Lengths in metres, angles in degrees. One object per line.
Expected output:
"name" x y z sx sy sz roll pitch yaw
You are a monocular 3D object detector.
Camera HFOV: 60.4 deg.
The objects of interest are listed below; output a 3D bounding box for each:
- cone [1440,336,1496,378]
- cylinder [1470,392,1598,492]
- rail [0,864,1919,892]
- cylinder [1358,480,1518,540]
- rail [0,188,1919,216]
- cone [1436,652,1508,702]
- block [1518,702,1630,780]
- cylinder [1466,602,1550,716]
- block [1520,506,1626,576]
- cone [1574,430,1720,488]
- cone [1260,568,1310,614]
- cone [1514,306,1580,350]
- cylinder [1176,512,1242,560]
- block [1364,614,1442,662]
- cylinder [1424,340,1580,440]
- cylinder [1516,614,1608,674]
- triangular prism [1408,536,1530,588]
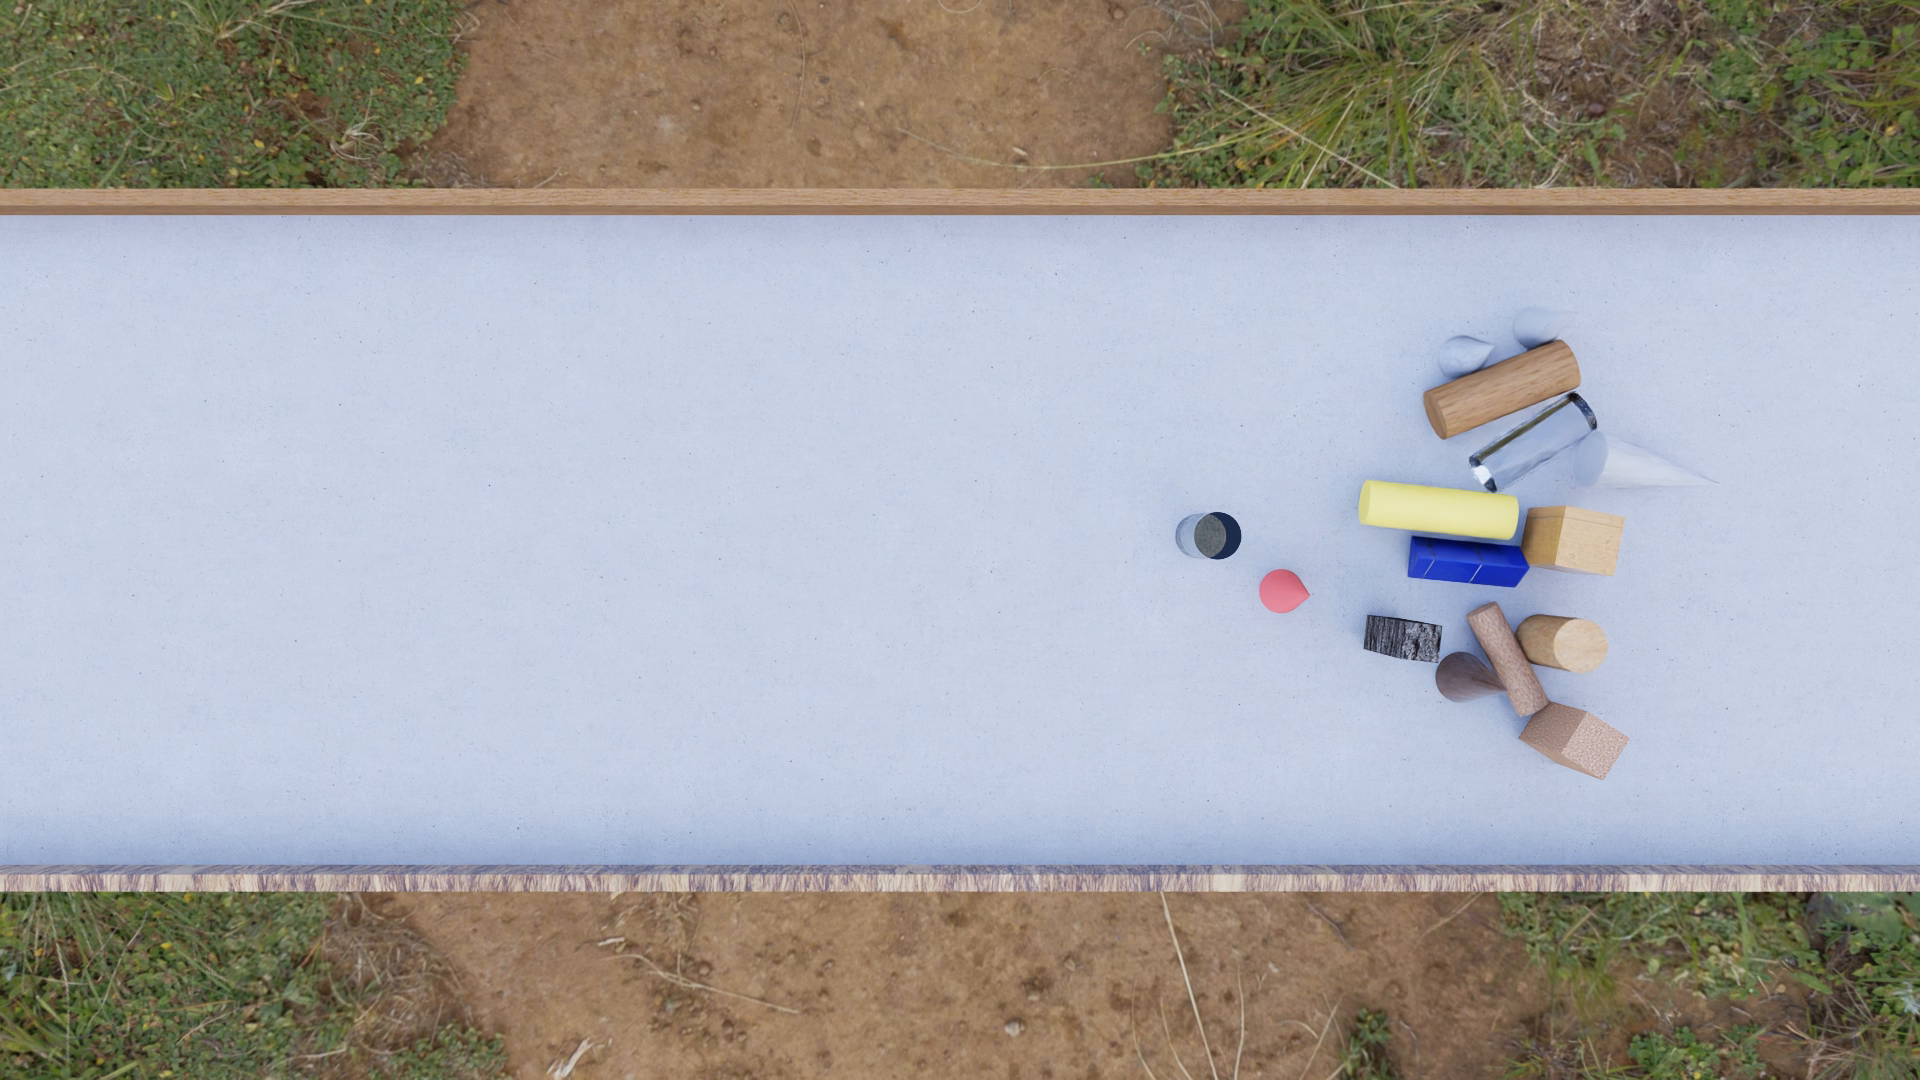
"cone" 1.545 -0.561 4.914 0.137 0.324 0.137 0 90 0
"cylinder" 1.740 -0.296 5.009 0.359 0.135 0.135 -33 90 0
"rail" -2.247 1.025 5.001 12.000 0.150 0.050 0 90 0
"cylinder" 1.450 -0.091 5.008 0.446 0.137 0.137 6 90 0
"rail" -2.247 -1.025 5.002 12.000 0.150 0.050 0 90 0
"cone" 1.542 0.423 4.855 0.158 0.443 0.158 0 90 0
"block" 1.816 0.589 4.895 0.144 0.363 0.144 33 90 0
"cylinder" 1.668 0.362 5.026 0.102 0.102 0.342 -28 90 0
"block" 1.819 0.003 4.919 0.174 0.315 0.174 11 90 0
"cone" 2.129 -0.207 5.033 0.454 0.175 0.175 10 90 -11
"cone" 0.989 0.158 4.866 0.137 0.421 0.137 0 90 0
"cone" 1.773 -0.651 4.897 0.134 0.360 0.134 0 90 0
"cylinder" 0.730 -0.012 4.874 0.136 0.405 0.136 0 90 0
"block" 1.300 0.288 4.858 0.106 0.437 0.106 6 90 0
"cylinder" 1.640 -0.456 4.997 0.430 0.158 0.158 -21 90 0
"cylinder" 1.784 0.305 4.907 0.157 0.338 0.157 0 90 0
"triangular prism" 1.549 0.068 5.019 0.333 0.108 0.125 6 90 0
